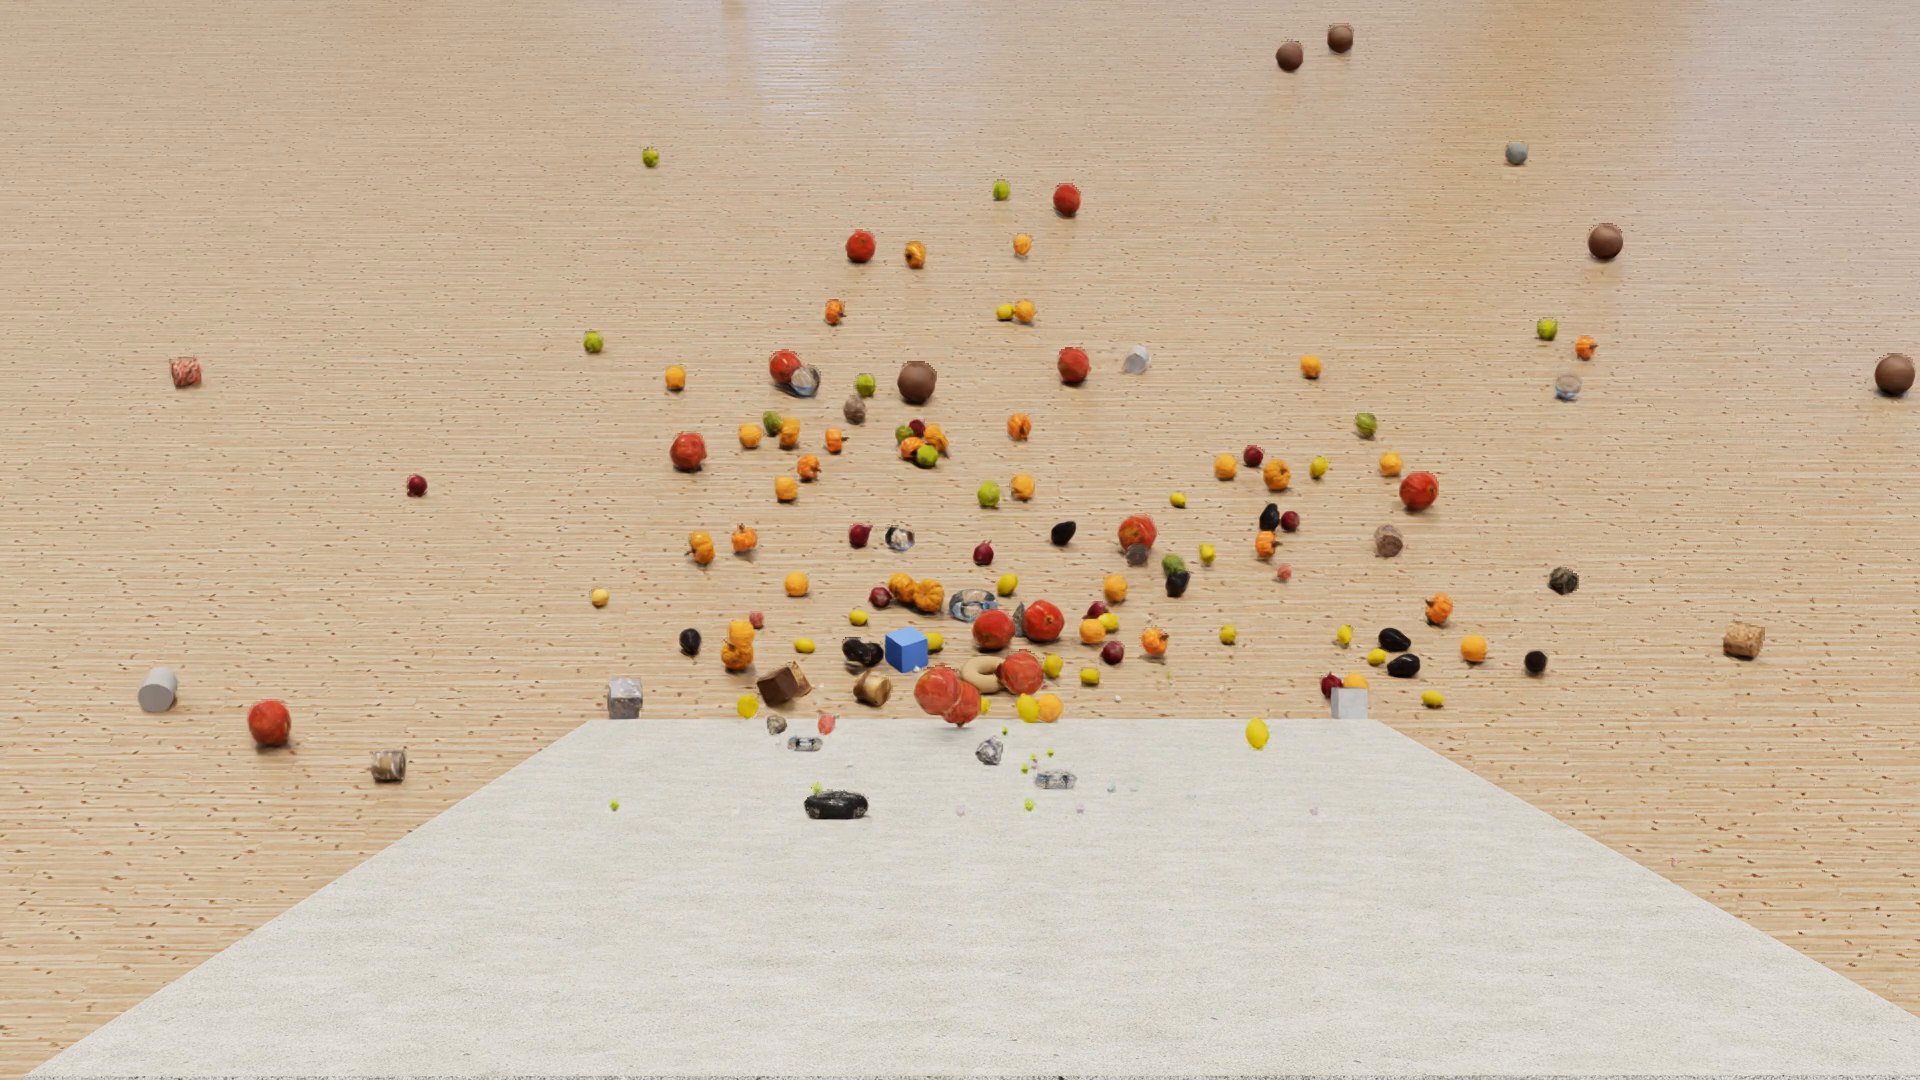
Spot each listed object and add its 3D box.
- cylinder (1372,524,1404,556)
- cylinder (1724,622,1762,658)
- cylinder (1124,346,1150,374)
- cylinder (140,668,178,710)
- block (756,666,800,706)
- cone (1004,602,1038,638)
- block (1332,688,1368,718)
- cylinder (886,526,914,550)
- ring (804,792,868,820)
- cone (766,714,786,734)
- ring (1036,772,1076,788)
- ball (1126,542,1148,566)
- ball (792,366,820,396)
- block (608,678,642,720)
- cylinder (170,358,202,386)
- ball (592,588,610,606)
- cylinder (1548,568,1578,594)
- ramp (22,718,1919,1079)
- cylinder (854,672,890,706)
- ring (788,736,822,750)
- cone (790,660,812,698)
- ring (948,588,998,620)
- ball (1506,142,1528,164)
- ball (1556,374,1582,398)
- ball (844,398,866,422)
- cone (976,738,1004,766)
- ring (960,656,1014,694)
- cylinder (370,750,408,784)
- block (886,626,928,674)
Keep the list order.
[{"bbox_3d":[1.261,0.002,7.603,0.073,0.073,0.073,-5,43,-9],"label":"cylinder"},{"bbox_3d":[2.140,0.274,7.053,0.082,0.082,0.082,16,31,29],"label":"cylinder"},{"bbox_3d":[0.606,-0.616,8.827,0.073,0.073,0.073,9,42,18],"label":"cylinder"},{"bbox_3d":[-2.114,0.395,6.806,0.087,0.087,0.087,-5,16,-10],"label":"cylinder"},{"bbox_3d":[-0.481,0.386,6.818,0.069,0.069,0.069,-18,12,37],"label":"block"},{"bbox_3d":[0.170,0.209,7.171,0.092,0.092,0.092,0,27,0],"label":"cone"},{"bbox_3d":[0.999,0.419,6.620,0.077,0.077,0.077,0,-2,-6],"label":"block"},{"bbox_3d":[-0.178,-0.004,7.630,0.060,0.060,0.060,18,32,32],"label":"cylinder"},{"bbox_3d":[-0.222,0.477,4.629,0.116,0.039,0.116,-1,2,0],"label":"ring"},{"bbox_3d":[-0.447,0.453,6.187,0.051,0.051,0.051,6,29,11],"label":"cone"},{"bbox_3d":[0.189,0.473,5.083,0.083,0.028,0.083,-1,2,0],"label":"ring"},{"bbox_3d":[0.518,0.041,7.532,0.066,0.066,0.066,0,27,0],"label":"ball"},{"bbox_3d":[-0.516,-0.532,8.638,0.097,0.097,0.097,0,27,0],"label":"ball"},{"bbox_3d":[-0.878,0.417,6.751,0.078,0.078,0.078,1,36,-12],"label":"block"},{"bbox_3d":[-2.612,-0.566,8.713,0.085,0.085,0.085,-10,28,-23],"label":"cylinder"},{"bbox_3d":[-1.019,0.163,7.308,0.051,0.051,0.051,0,27,0],"label":"ball"},{"bbox_3d":[1.727,0.118,7.391,0.057,0.057,0.057,-14,30,-26],"label":"cylinder"},{"bbox_3d":[0.061,0.546,4.582,2.000,0.100,4.000,0,1,0],"label":"ramp"},{"bbox_3d":[-0.232,0.394,6.828,0.070,0.070,0.070,15,31,28],"label":"cylinder"},{"bbox_3d":[-0.350,0.459,5.828,0.080,0.027,0.080,1,0,0],"label":"ring"},{"bbox_3d":[-0.440,0.358,6.877,0.090,0.090,0.090,0,27,0],"label":"cone"},{"bbox_3d":[0.038,0.182,7.275,0.141,0.047,0.141,-1,27,1],"label":"ring"},{"bbox_3d":[2.330,-1.616,10.796,0.091,0.091,0.091,0,27,0],"label":"ball"},{"bbox_3d":[2.030,-0.514,8.613,0.086,0.086,0.086,0,27,0],"label":"ball"},{"bbox_3d":[-0.344,-0.427,8.451,0.077,0.077,0.077,0,27,0],"label":"ball"},{"bbox_3d":[0.074,0.465,5.490,0.061,0.061,0.061,-9,30,-17],"label":"cone"},{"bbox_3d":[0.072,0.361,6.918,0.149,0.050,0.149,0,28,0],"label":"ring"},{"bbox_3d":[-1.435,0.568,6.483,0.070,0.070,0.070,18,28,1],"label":"cylinder"},{"bbox_3d":[-0.144,0.298,7.004,0.084,0.084,0.084,-17,31,-30],"label":"block"}]
